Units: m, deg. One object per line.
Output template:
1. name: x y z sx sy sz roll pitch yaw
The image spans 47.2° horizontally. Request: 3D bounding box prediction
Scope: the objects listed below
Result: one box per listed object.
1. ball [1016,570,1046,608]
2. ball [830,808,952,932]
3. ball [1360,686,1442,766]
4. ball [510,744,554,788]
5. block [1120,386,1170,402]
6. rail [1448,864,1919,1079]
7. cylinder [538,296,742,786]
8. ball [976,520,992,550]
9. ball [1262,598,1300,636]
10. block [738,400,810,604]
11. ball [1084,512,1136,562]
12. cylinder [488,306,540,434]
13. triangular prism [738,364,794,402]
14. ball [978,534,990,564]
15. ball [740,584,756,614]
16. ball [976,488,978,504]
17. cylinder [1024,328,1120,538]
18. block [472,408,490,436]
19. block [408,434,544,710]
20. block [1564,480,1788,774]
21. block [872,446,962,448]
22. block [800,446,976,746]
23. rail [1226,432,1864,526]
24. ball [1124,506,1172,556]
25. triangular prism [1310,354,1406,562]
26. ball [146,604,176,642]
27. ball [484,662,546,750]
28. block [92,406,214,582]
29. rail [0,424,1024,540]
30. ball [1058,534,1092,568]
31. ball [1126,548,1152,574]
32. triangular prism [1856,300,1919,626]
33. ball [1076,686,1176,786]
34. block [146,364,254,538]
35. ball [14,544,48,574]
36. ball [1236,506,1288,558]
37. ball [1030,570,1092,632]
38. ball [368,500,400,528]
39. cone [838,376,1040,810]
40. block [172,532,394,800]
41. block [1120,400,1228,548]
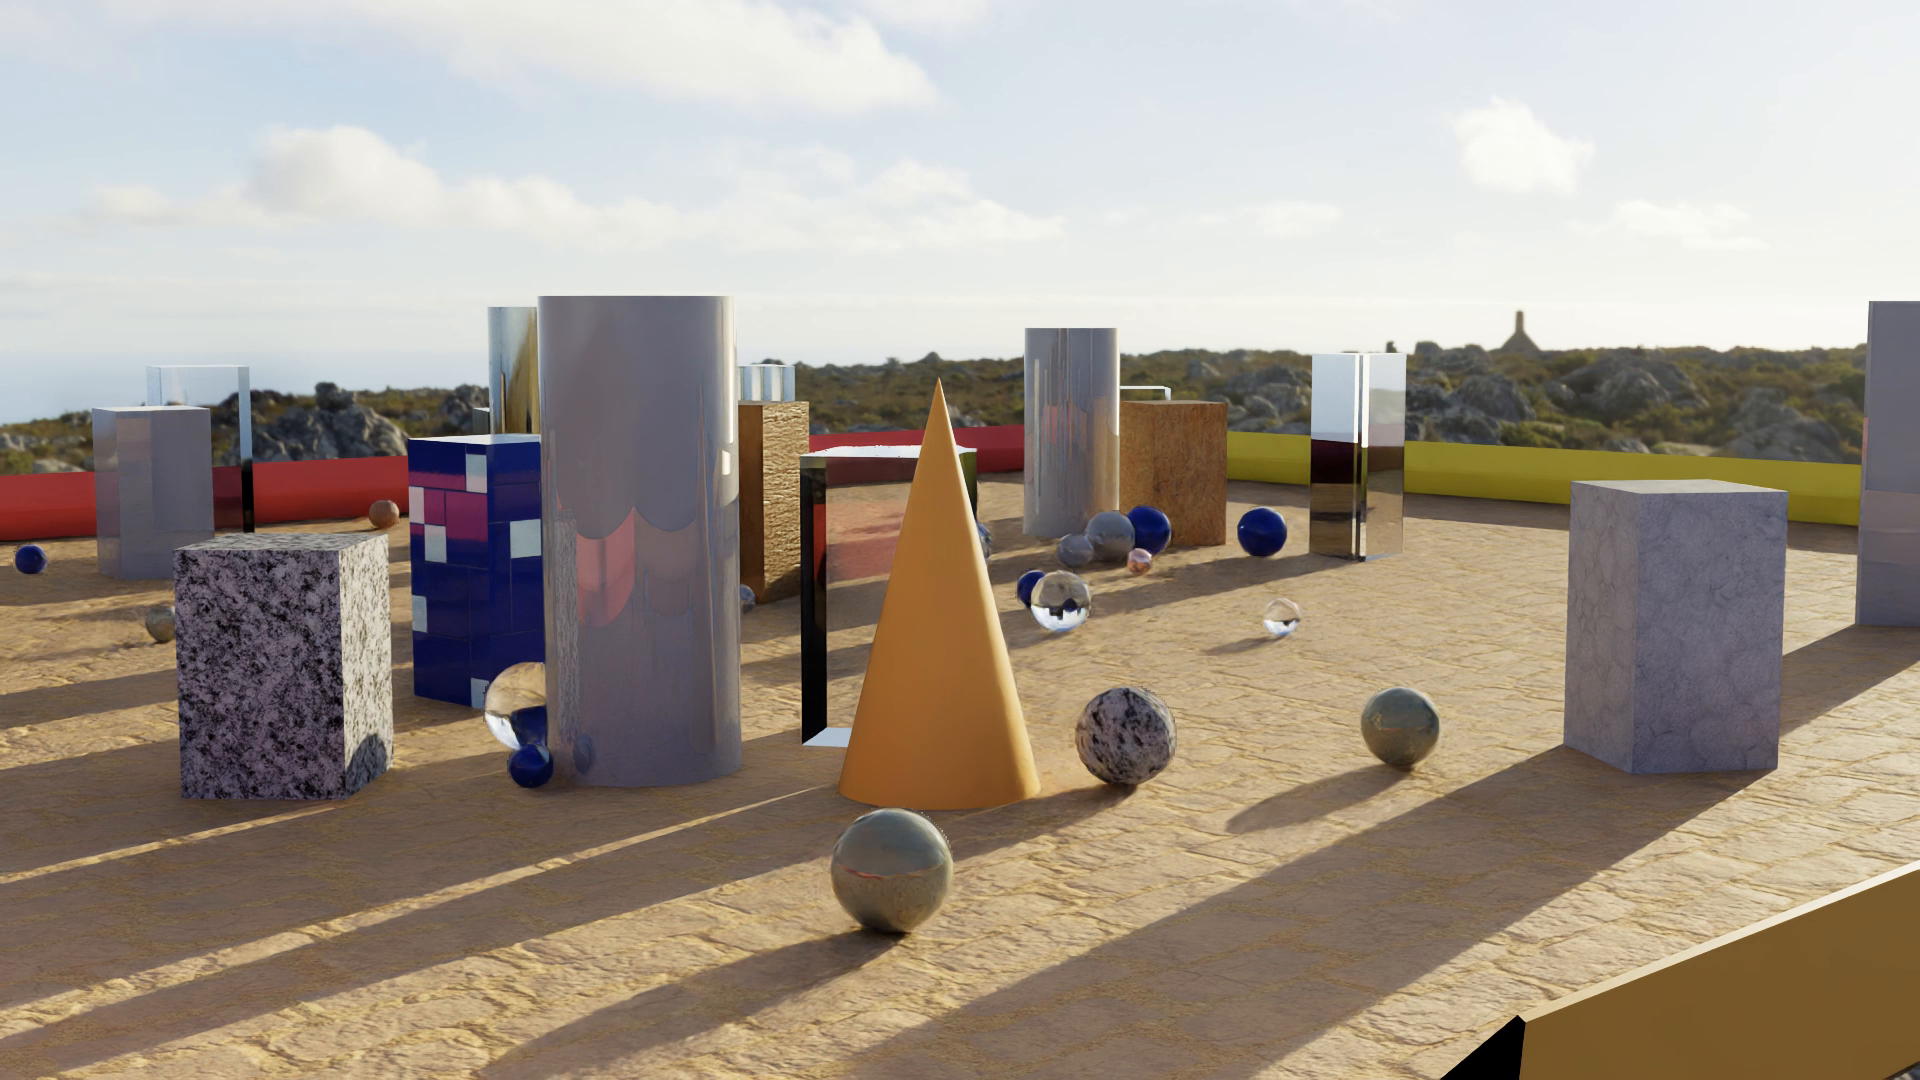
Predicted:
1. ball: 0.113 0.074 3.256 0.058 0.058 0.058 0 6 0
2. ball: -0.049 0.236 1.573 0.088 0.088 0.088 0 6 0
3. ball: 0.429 0.182 2.140 0.077 0.077 0.077 0 6 0
4. ball: -0.398 0.210 2.042 0.041 0.041 0.041 0 6 0
5. block: 0.378 -0.201 4.849 0.151 0.270 0.151 0 6 -1
6. rail: 1.268 0.176 1.966 4.304 0.123 0.045 -6 8 -42
7. cylinder: -0.307 -0.006 2.119 0.189 0.455 0.189 0 6 0
8. ball: 0.014 0.004 3.806 0.081 0.081 0.081 0 6 0
9. ball: 0.437 0.105 2.987 0.052 0.052 0.052 0 6 0
10. block: -0.334 -0.063 3.400 0.151 0.299 0.151 3 7 23
11. ball: 0.264 -0.006 3.856 0.090 0.090 0.090 0 6 0
12. cylinder: -0.565 -0.105 3.099 0.189 0.446 0.189 0 6 0
13. triangular prism: -0.394 -0.180 4.356 0.164 0.331 0.142 1 6 8
14. ball: 0.008 0.023 3.624 0.081 0.081 0.081 0 6 0
15. ball: -0.320 0.086 3.199 0.044 0.044 0.044 0 6 0
16. ball: -0.004 -0.093 4.683 0.089 0.089 0.089 0 6 0
17. cylinder: 0.220 -0.215 4.334 0.189 0.405 0.189 0 6 0
18. block: -0.841 -0.125 4.212 0.151 0.252 0.151 -3 7 -23
19. block: -0.523 0.031 2.525 0.151 0.296 0.151 6 8 42
20. block: 0.705 0.081 2.178 0.151 0.270 0.151 -1 6 -9
21. block: -0.066 -0.026 3.388 0.151 0.229 0.151 -1 6 -8
22. block: -0.072 0.056 2.288 0.151 0.296 0.151 1 6 12
23. rail: 1.564 -0.120 4.768 0.045 0.123 3.787 -6 8 -42
24. ball: 0.330 -0.015 3.919 0.094 0.094 0.094 0 6 0
25. triangular prism: 0.696 -0.153 3.950 0.142 0.362 0.164 4 7 35
26. ball: -1.063 0.111 2.941 0.049 0.049 0.049 0 6 0
27. ball: -0.431 0.168 2.207 0.091 0.091 0.091 0 6 0
28. block: -1.350 -0.082 3.682 0.151 0.277 0.151 -4 7 -35
29. rail: -1.268 -0.112 4.699 4.304 0.123 0.045 -6 8 -42
30. ball: 0.197 0.018 3.771 0.060 0.060 0.060 0 6 0
31. ball: 0.300 0.036 3.679 0.044 0.044 0.044 0 6 0
32. triangular prism: 1.361 -0.112 3.131 0.164 0.454 0.142 1 6 13
33. ball: 0.154 0.183 2.050 0.093 0.093 0.093 0 6 0
34. block: -1.379 -0.146 3.992 0.151 0.339 0.151 -3 7 -29
35. ball: -1.553 0.033 3.674 0.051 0.051 0.051 0 6 0
36. ball: 0.540 -0.014 3.932 0.090 0.090 0.090 0 6 0
37. ball: 0.139 0.085 3.023 0.085 0.085 0.085 0 6 0
38. ball: -1.162 -0.052 4.436 0.060 0.060 0.060 0 6 0
39. cone: -0.019 0.040 2.030 0.189 0.383 0.189 0 6 0
40. block: -0.630 0.114 2.062 0.151 0.228 0.151 0 6 2
41. block: 0.404 -0.128 4.173 0.151 0.266 0.151 -2 6 -20
